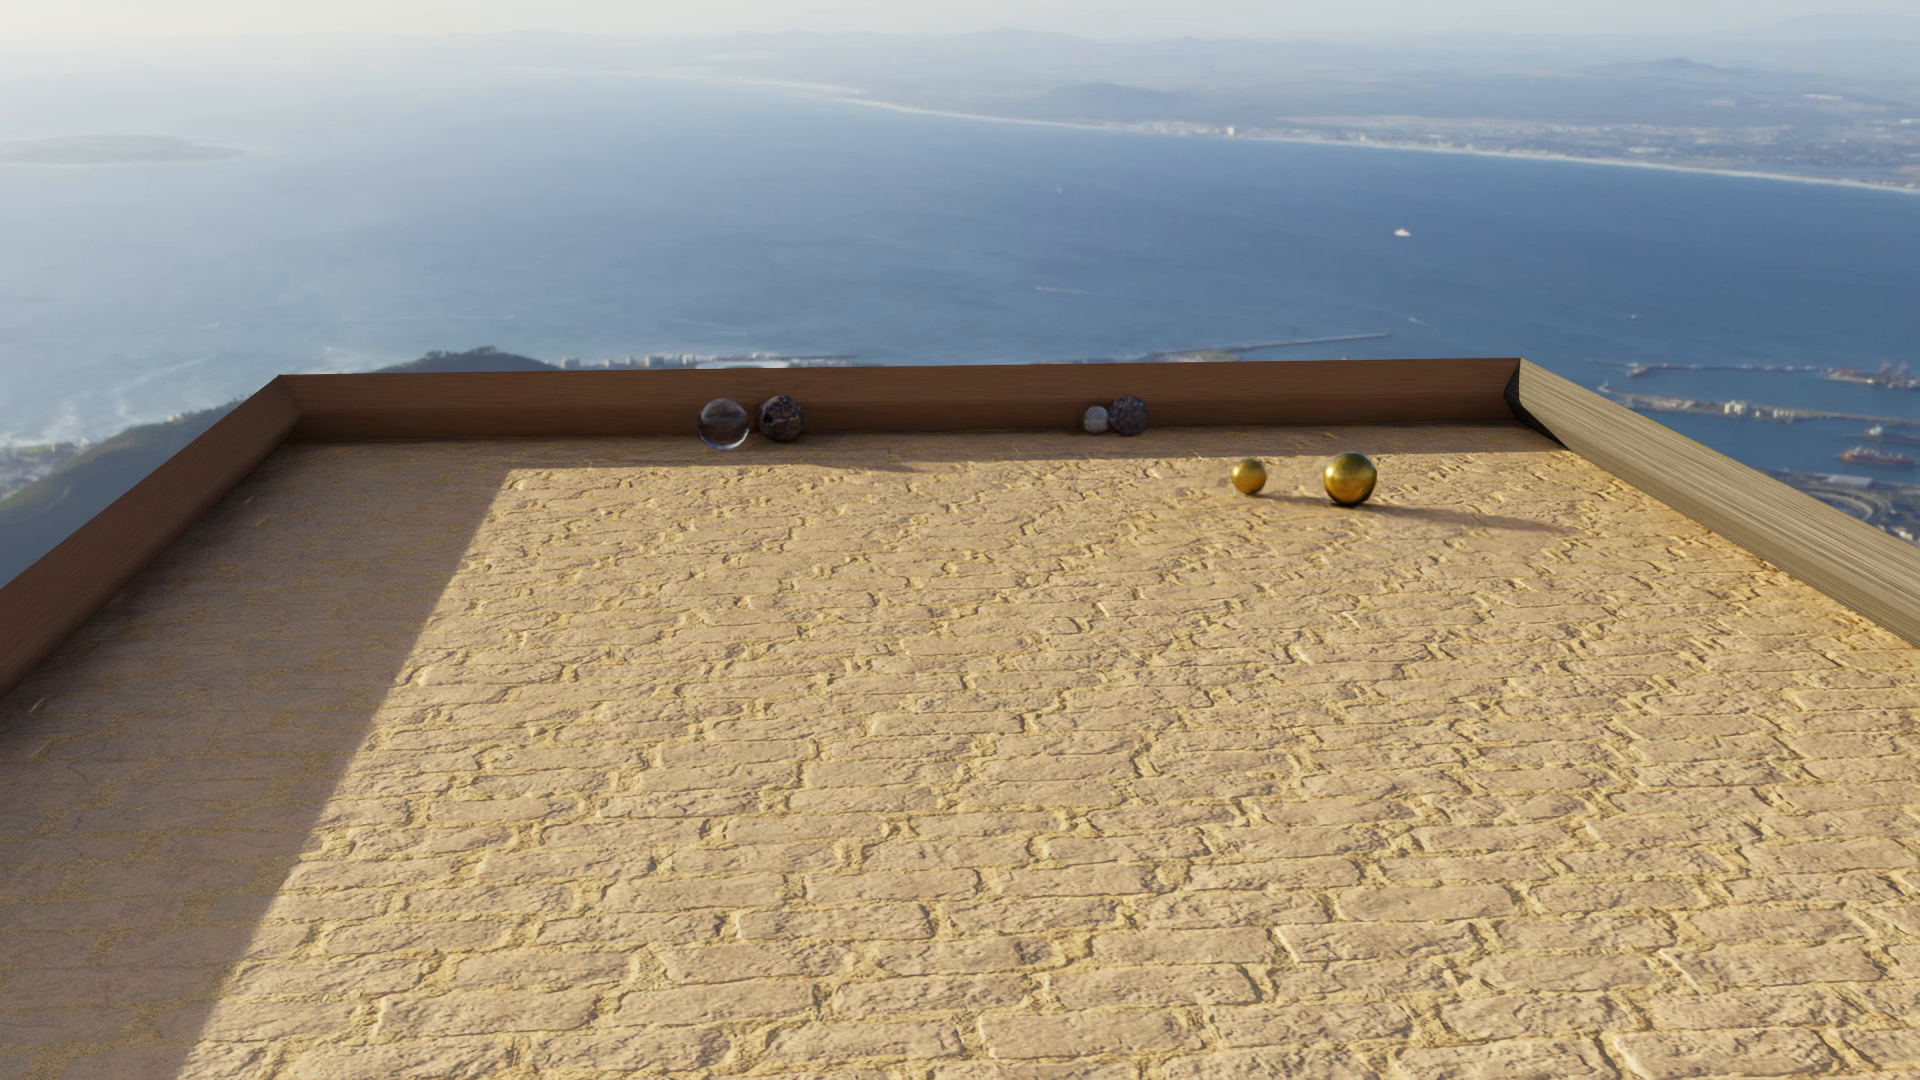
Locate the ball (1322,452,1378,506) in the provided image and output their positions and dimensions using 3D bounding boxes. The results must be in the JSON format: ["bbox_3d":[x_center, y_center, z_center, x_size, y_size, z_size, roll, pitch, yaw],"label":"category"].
[{"bbox_3d":[0.584,-0.091,3.288,0.081,0.081,0.081,0,14,0],"label":"ball"}]

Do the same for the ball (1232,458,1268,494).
[{"bbox_3d":[0.443,-0.097,3.365,0.054,0.054,0.054,0,14,0],"label":"ball"}]

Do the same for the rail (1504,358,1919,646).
[{"bbox_3d":[1.140,0.182,2.108,0.045,0.113,3.791,-1,14,-5],"label":"rail"}]

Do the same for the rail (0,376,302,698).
[{"bbox_3d":[-0.981,0.225,1.935,0.045,0.113,3.791,-1,14,-5],"label":"rail"}]

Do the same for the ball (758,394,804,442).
[{"bbox_3d":[-0.306,-0.208,3.759,0.080,0.080,0.080,0,14,0],"label":"ball"}]

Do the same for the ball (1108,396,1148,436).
[{"bbox_3d":[0.293,-0.216,3.819,0.068,0.068,0.068,0,14,0],"label":"ball"}]

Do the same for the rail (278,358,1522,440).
[{"bbox_3d":[-0.077,-0.243,3.832,2.176,0.113,0.045,-1,14,-5],"label":"rail"}]

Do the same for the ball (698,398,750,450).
[{"bbox_3d":[-0.397,-0.195,3.693,0.087,0.087,0.087,0,14,0],"label":"ball"}]

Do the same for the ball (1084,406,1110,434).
[{"bbox_3d":[0.238,-0.210,3.838,0.047,0.047,0.047,0,14,0],"label":"ball"}]
